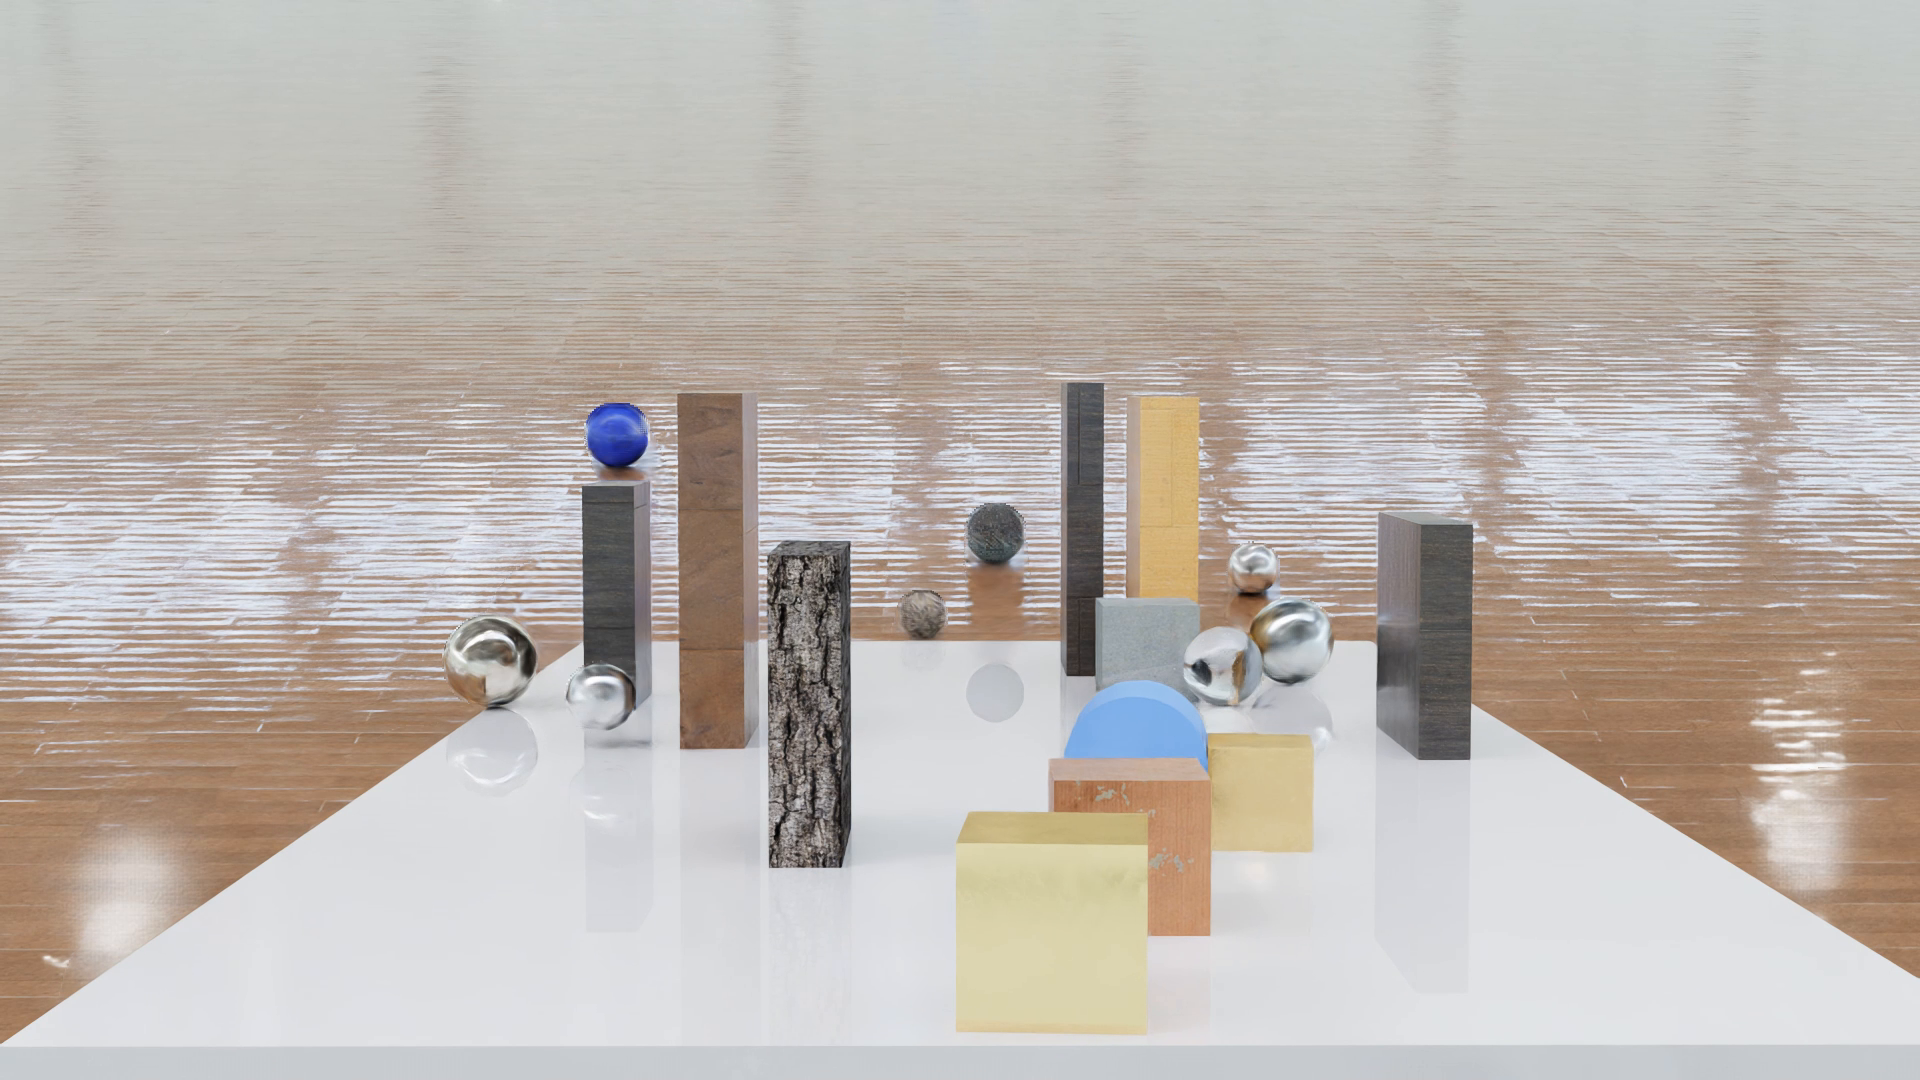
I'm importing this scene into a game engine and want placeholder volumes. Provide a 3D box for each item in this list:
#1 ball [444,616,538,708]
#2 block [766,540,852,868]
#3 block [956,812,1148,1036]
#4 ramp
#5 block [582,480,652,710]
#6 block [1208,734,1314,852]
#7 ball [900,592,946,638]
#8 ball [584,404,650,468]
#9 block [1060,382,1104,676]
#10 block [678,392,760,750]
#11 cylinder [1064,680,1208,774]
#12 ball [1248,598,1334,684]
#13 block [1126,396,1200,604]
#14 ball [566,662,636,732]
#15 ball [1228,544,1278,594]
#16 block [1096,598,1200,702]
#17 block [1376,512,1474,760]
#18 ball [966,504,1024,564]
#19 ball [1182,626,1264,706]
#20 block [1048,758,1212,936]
[{"bbox_3d":[-0.950,0.245,5.204,0.186,0.186,0.186,0,20,0],"label":"ball"},{"bbox_3d":[-0.209,0.222,3.616,0.099,0.423,0.329,0,3,0],"label":"block"},{"bbox_3d":[0.099,0.394,2.670,0.192,0.192,0.192,0,3,4],"label":"block"},{"bbox_3d":[0.047,0.428,4.533,2.000,0.100,4.000,0,3,0],"label":"ramp"},{"bbox_3d":[-0.702,0.109,5.269,0.104,0.450,0.277,0,3,0],"label":"block"},{"bbox_3d":[0.426,0.358,3.653,0.146,0.146,0.146,0,3,6],"label":"block"},{"bbox_3d":[-0.098,0.198,6.767,0.122,0.122,0.122,0,20,0],"label":"ball"},{"bbox_3d":[-1.082,-0.329,8.102,0.201,0.201,0.201,0,20,0],"label":"ball"},{"bbox_3d":[0.279,-0.033,5.892,0.082,0.656,0.344,0,3,0],"label":"block"},{"bbox_3d":[-0.444,0.046,4.754,0.116,0.636,0.350,0,3,0],"label":"block"},{"bbox_3d":[0.260,0.320,3.765,0.208,0.208,0.208,2,4,6],"label":"cylinder"},{"bbox_3d":[0.721,0.220,5.594,0.186,0.186,0.186,0,20,0],"label":"ball"},{"bbox_3d":[0.444,-0.004,5.681,0.124,0.624,0.443,0,3,0],"label":"block"},{"bbox_3d":[-0.647,0.283,4.630,0.124,0.124,0.124,0,20,0],"label":"ball"},{"bbox_3d":[0.808,0.079,7.086,0.139,0.139,0.139,0,20,0],"label":"ball"},{"bbox_3d":[0.390,0.228,5.372,0.199,0.199,0.199,0,3,-1],"label":"block"},{"bbox_3d":[0.840,0.164,4.668,0.091,0.410,0.445,0,3,0],"label":"block"},{"bbox_3d":[0.101,-0.018,7.306,0.168,0.168,0.168,0,20,0],"label":"ball"},{"bbox_3d":[0.533,0.256,5.206,0.162,0.162,0.162,0,20,0],"label":"ball"},{"bbox_3d":[0.203,0.370,3.122,0.185,0.185,0.185,0,3,0],"label":"block"}]
